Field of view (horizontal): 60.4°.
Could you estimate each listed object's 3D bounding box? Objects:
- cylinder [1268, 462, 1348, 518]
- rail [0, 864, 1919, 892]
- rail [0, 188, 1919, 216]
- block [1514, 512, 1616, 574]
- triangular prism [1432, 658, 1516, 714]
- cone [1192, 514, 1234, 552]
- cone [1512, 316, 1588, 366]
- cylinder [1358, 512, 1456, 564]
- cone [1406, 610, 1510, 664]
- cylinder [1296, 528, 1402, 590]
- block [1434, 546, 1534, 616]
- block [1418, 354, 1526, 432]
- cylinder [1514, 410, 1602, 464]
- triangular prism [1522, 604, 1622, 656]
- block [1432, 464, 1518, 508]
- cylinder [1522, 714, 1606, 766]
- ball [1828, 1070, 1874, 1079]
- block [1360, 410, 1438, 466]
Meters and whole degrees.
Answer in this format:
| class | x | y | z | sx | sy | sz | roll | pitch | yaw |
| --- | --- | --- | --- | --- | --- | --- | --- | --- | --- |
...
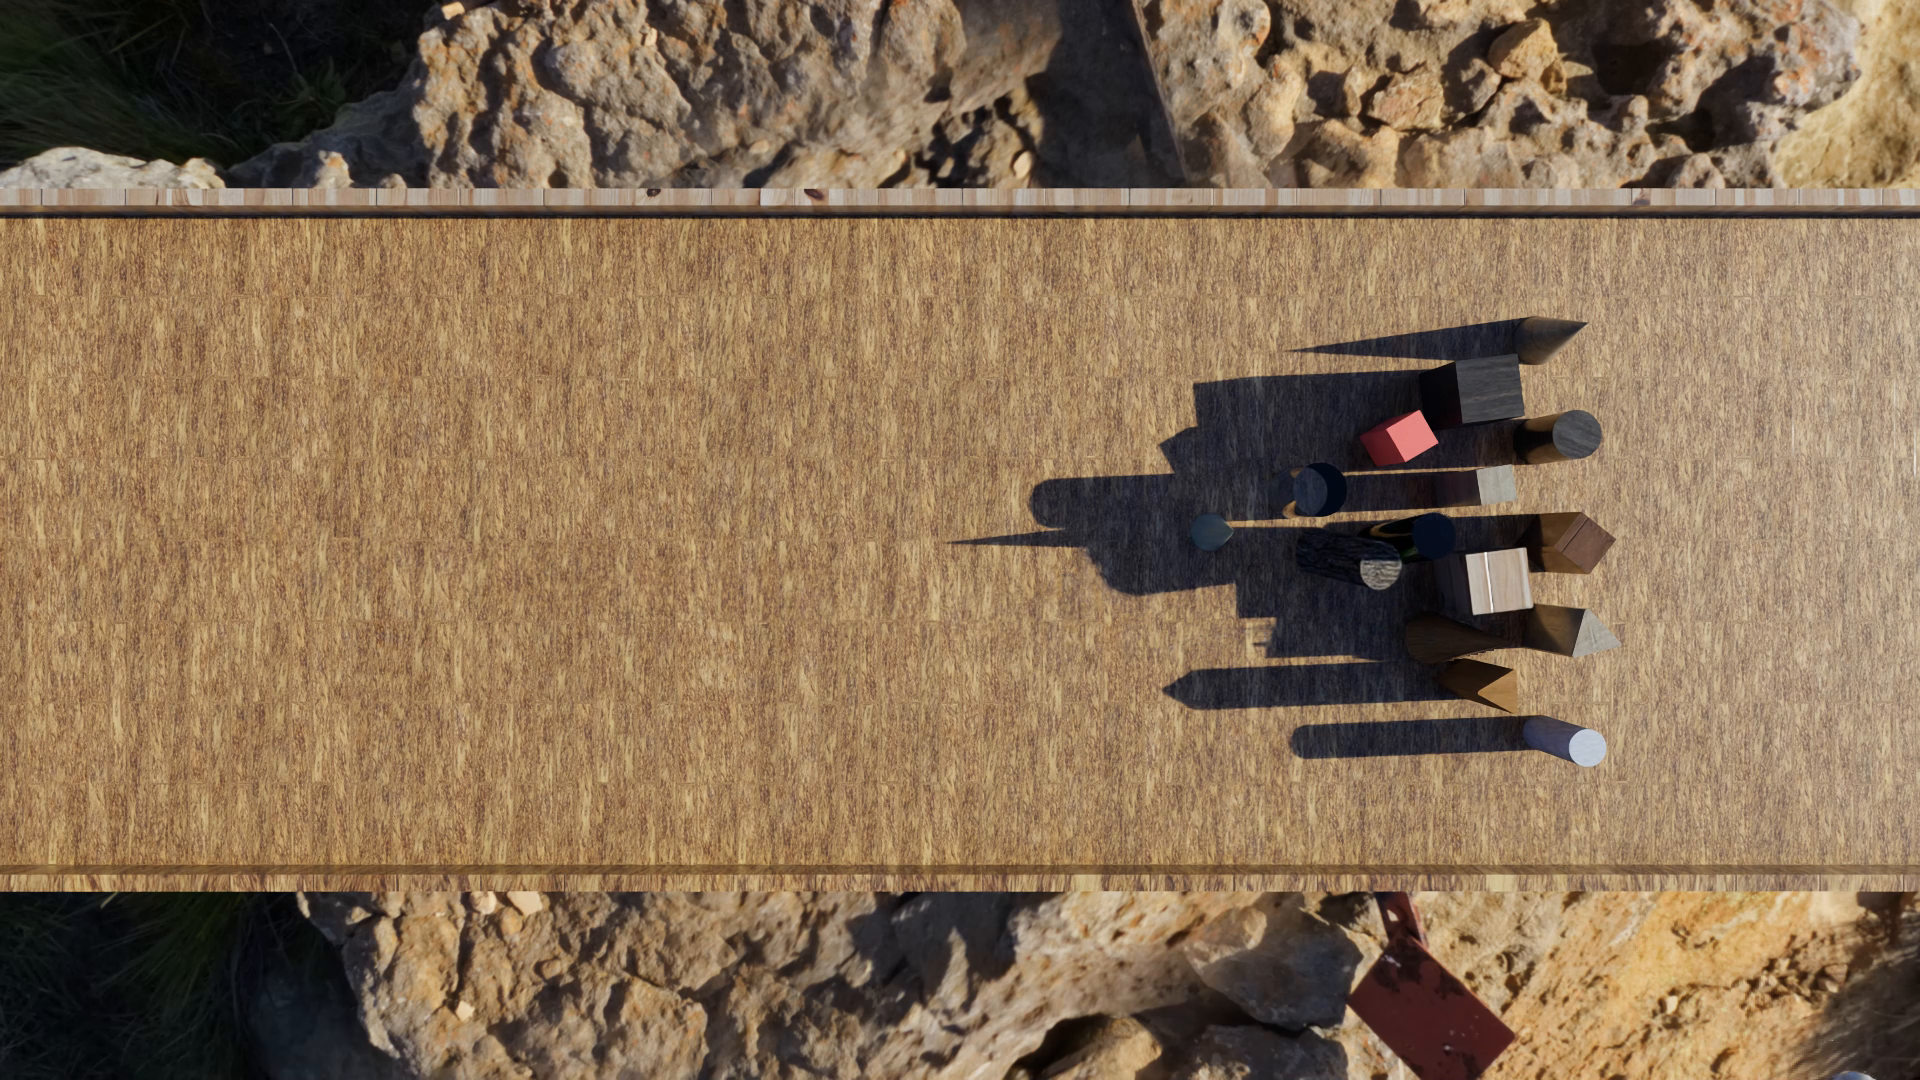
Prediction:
| class | x | y | z | sx | sy | sz | roll | pitch | yaw |
| --- | --- | --- | --- | --- | --- | --- | --- | --- | --- |
| cylinder | 1.023 | -0.143 | 4.880 | 0.155 | 0.393 | 0.155 | 0 | 90 | 0 |
| rail | -2.247 | 1.025 | 5.001 | 12.000 | 0.150 | 0.050 | 0 | 90 | 0 |
| rail | -2.247 | -1.025 | 5.002 | 12.000 | 0.150 | 0.050 | 0 | 90 | 0 |
| block | 1.793 | 0.009 | 4.902 | 0.129 | 0.349 | 0.129 | 38 | 90 | 0 |
| triangular prism | 1.534 | 0.412 | 4.853 | 0.125 | 0.447 | 0.108 | 29 | 90 | 0 |
| cone | 0.770 | -0.024 | 4.847 | 0.117 | 0.459 | 0.117 | 0 | 90 | 0 |
| cone | 1.775 | -0.614 | 4.865 | 0.152 | 0.423 | 0.152 | 0 | 90 | 0 |
| cylinder | 1.301 | 0.006 | 4.843 | 0.131 | 0.453 | 0.131 | 1 | 85 | -7 |
| cone | 1.502 | 0.294 | 4.874 | 0.164 | 0.371 | 0.164 | 0 | 89 | -23 |
| cylinder | 1.146 | 0.054 | 4.887 | 0.139 | 0.353 | 0.139 | -3 | 98 | -19 |
| block | 1.552 | 0.119 | 4.911 | 0.175 | 0.332 | 0.175 | -7 | 90 | 0 |
| block | 1.512 | -0.432 | 4.890 | 0.179 | 0.373 | 0.179 | -7 | 90 | 0 |
| cylinder | 1.773 | -0.303 | 4.907 | 0.142 | 0.338 | 0.142 | 0 | 90 | 0 |
| triangular prism | 1.783 | 0.254 | 4.865 | 0.141 | 0.423 | 0.122 | -14 | 90 | 0 |
| block | 1.513 | -0.156 | 4.863 | 0.102 | 0.427 | 0.102 | -9 | 90 | 0 |
| cylinder | 1.786 | 0.592 | 4.884 | 0.107 | 0.384 | 0.107 | 0 | 90 | 0 |
| ball | 2.566 | 1.613 | 4.726 | 0.175 | 0.175 | 0.175 | 0 | 90 | 0 |
| block | 1.302 | -0.300 | 4.911 | 0.110 | 0.331 | 0.110 | -30 | 90 | 0 |
